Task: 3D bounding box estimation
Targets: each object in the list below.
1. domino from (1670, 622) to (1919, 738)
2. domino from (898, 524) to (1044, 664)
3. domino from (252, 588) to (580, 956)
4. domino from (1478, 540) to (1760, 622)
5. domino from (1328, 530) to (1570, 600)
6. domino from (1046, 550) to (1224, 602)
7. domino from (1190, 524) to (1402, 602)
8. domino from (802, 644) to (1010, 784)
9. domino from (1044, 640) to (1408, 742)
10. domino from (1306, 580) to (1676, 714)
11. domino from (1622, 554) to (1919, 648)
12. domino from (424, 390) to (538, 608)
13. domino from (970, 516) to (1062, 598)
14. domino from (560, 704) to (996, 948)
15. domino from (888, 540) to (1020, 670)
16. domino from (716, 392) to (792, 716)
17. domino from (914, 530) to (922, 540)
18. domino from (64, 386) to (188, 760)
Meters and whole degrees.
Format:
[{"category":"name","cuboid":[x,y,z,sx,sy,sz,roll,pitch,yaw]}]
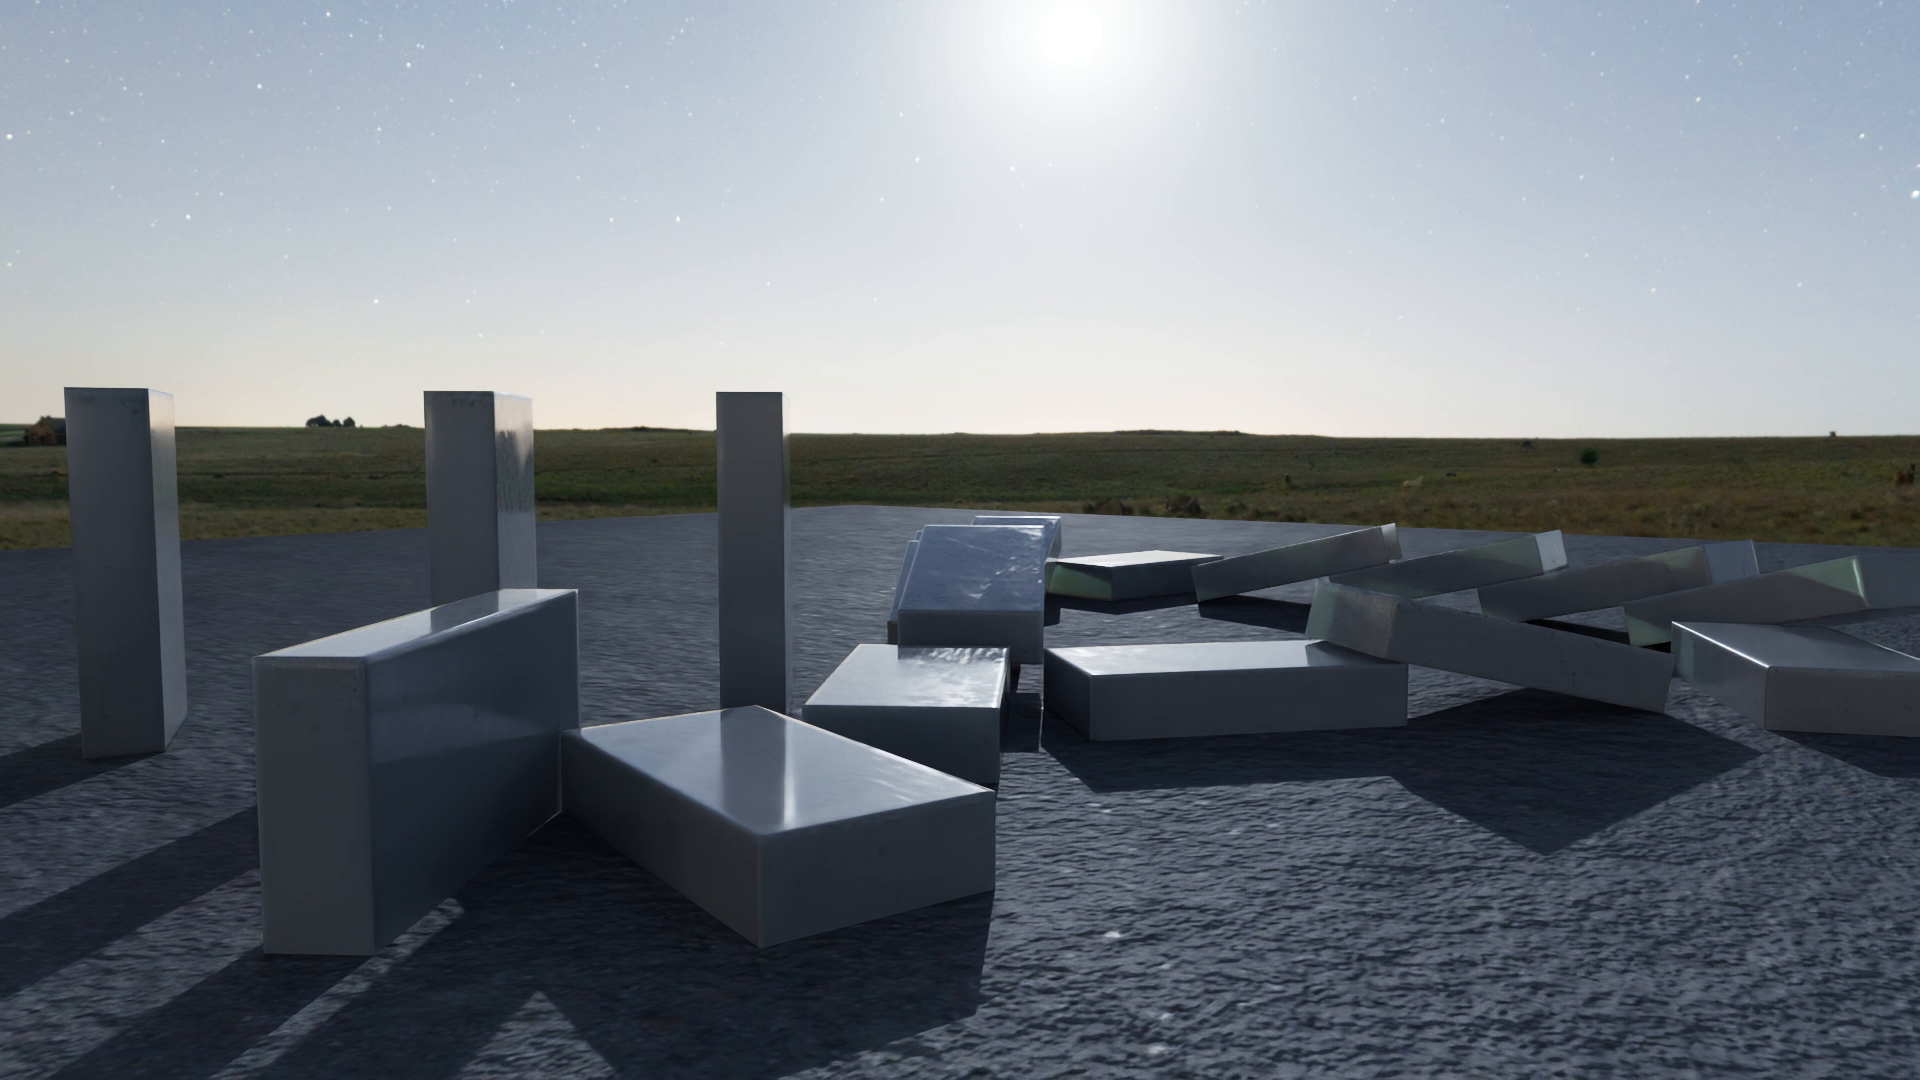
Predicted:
[{"category":"domino","cuboid":[0.138,0.022,0.212,0.025,0.010,0.050,1,4,14]},{"category":"domino","cuboid":[0.003,0.009,0.243,0.025,0.009,0.050,1,18,4]},{"category":"domino","cuboid":[-0.052,0.020,0.131,0.010,0.025,0.050,0,4,3]},{"category":"domino","cuboid":[0.146,0.010,0.286,0.025,0.009,0.050,-3,-9,-38]},{"category":"domino","cuboid":[0.121,0.008,0.319,0.050,0.009,0.025,-15,-6,37]},{"category":"domino","cuboid":[0.051,0.010,0.372,0.050,0.010,0.025,-4,6,-43]},{"category":"domino","cuboid":[0.090,0.006,0.342,0.050,0.009,0.025,-14,-3,26]},{"category":"domino","cuboid":[-0.006,0.024,0.186,0.025,0.009,0.050,0,4,4]},{"category":"domino","cuboid":[0.041,0.023,0.201,0.050,0.009,0.025,-1,4,-12]},{"category":"domino","cuboid":[0.086,0.017,0.209,0.050,0.009,0.025,11,2,-13]},{"category":"domino","cuboid":[0.158,0.012,0.247,0.025,0.009,0.050,0,-12,-20]},{"category":"domino","cuboid":[-0.072,0.003,0.196,0.009,0.050,0.025,0,4,-6]},{"category":"domino","cuboid":[0.012,0.006,0.349,0.025,0.009,0.050,1,19,11]},{"category":"domino","cuboid":[-0.021,0.028,0.135,0.025,0.010,0.050,-3,5,-36]},{"category":"domino","cuboid":[0.000,0.012,0.265,0.025,0.009,0.050,0,18,2]},{"category":"domino","cuboid":[-0.032,0.003,0.199,0.009,0.050,0.025,0,4,-5]},{"category":"domino","cuboid":[0.000,0.010,0.306,0.025,0.009,0.050,0,17,2]},{"category":"domino","cuboid":[-0.119,0.004,0.185,0.009,0.050,0.025,-2,5,-25]}]
